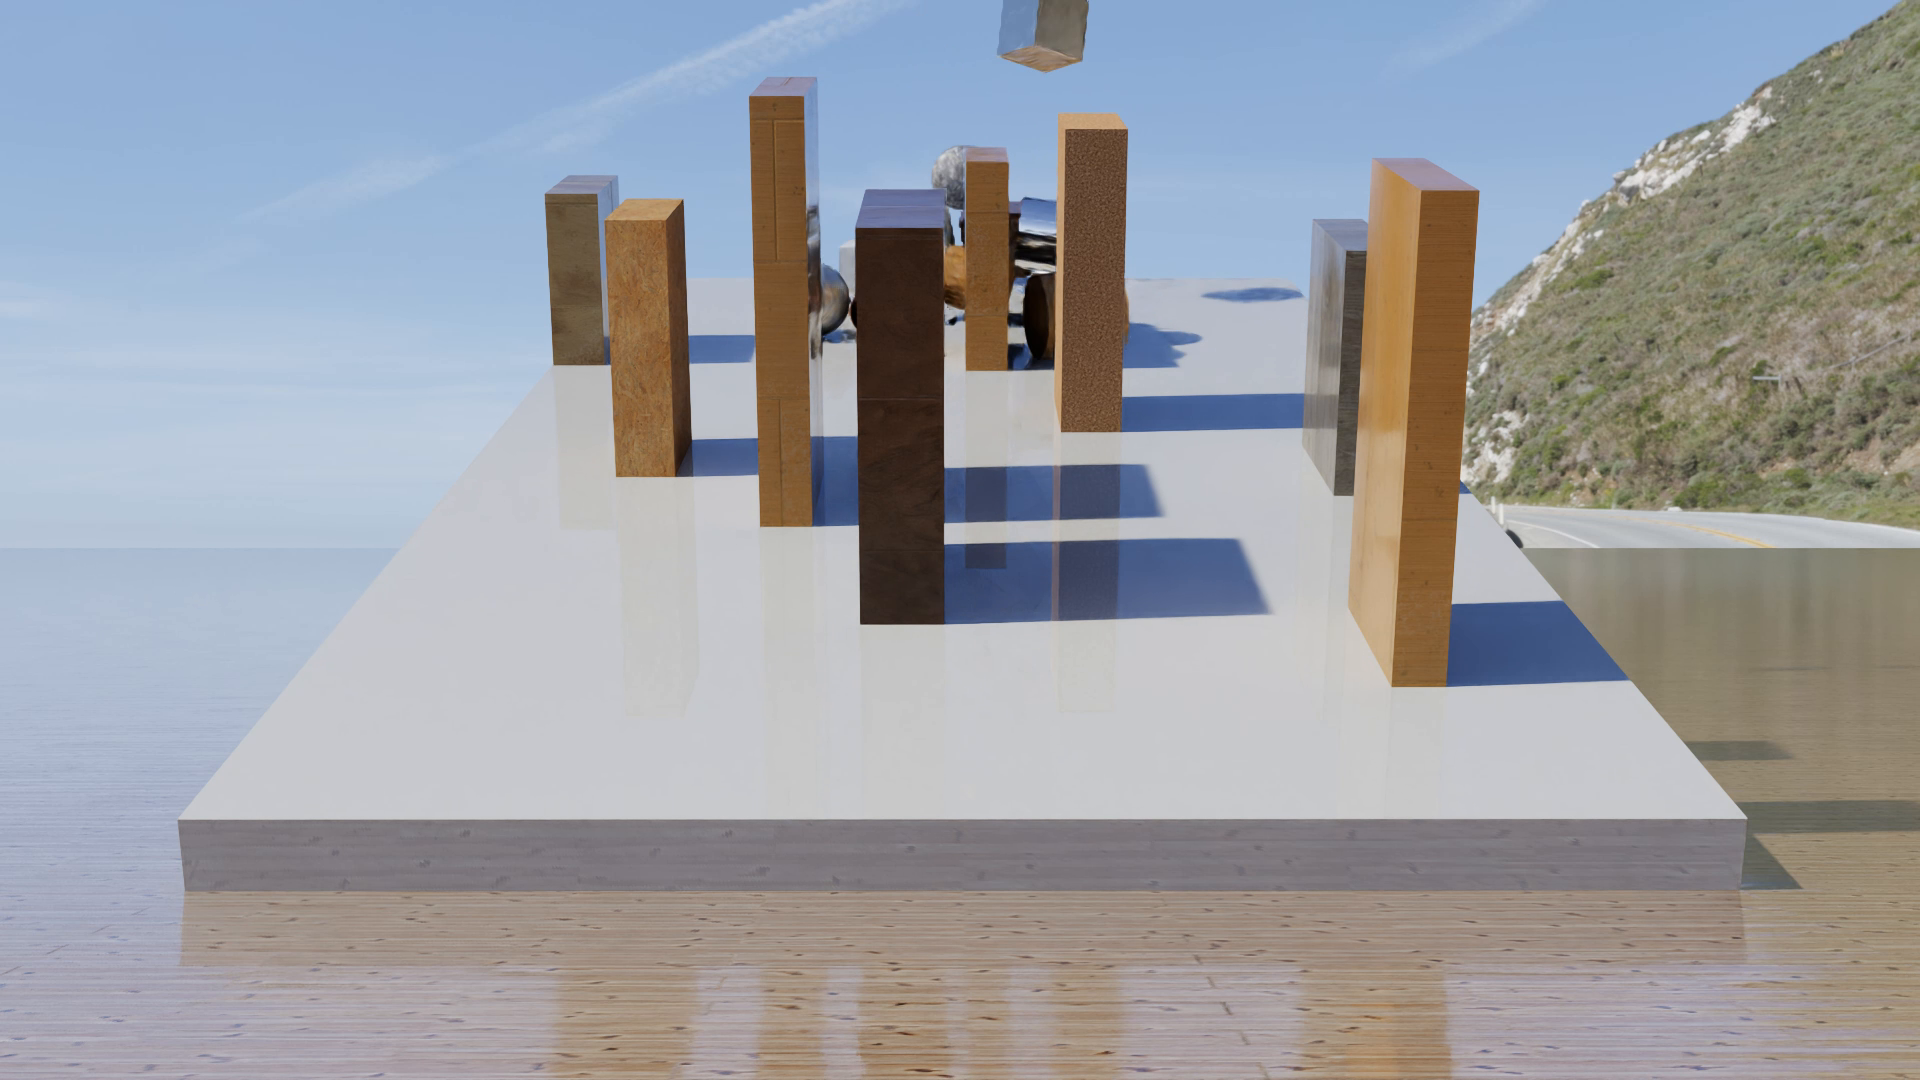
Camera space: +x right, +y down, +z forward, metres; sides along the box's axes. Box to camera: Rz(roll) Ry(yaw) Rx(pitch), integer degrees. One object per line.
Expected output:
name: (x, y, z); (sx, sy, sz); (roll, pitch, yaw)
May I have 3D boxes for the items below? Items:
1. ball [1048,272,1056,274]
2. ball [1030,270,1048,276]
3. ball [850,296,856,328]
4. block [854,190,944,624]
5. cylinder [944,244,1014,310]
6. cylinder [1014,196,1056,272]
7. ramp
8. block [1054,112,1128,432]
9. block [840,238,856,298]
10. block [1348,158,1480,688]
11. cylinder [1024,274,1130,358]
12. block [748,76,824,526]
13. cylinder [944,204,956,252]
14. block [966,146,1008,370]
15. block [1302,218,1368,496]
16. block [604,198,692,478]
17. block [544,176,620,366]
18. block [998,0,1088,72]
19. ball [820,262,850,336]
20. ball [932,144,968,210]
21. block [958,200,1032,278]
ball: (0.320, -0.657, 5.868); (0.201, 0.201, 0.201); (0, 0, 0)
ball: (0.282, -0.702, 6.052); (0.182, 0.182, 0.182); (0, 0, 0)
ball: (-0.226, -0.597, 5.795); (0.127, 0.127, 0.127); (0, 0, 0)
block: (-0.093, -0.232, 3.675); (0.135, 0.638, 0.437); (0, 17, 0)
cylinder: (0.039, -0.699, 5.995); (0.164, 0.164, 0.164); (18, 6, 18)
cylinder: (0.244, -0.779, 5.689); (0.183, 0.183, 0.183); (8, 0, 3)
ramp: (-0.002, -0.168, 4.752); (2.000, 0.100, 4.000); (0, 17, 0)
block: (0.284, -0.591, 4.862); (0.131, 0.650, 0.331); (0, 17, 0)
block: (-0.256, -0.778, 6.365); (0.148, 0.148, 0.148); (3, 17, 11)
block: (0.680, -0.187, 3.360); (0.081, 0.734, 0.378); (0, 17, 0)
cylinder: (0.289, -0.564, 5.539); (0.209, 0.209, 0.209); (-4, 1, -15)
block: (-0.322, -0.456, 4.172); (0.096, 0.784, 0.397); (0, 17, 0)
cylinder: (-0.110, -0.883, 6.529); (0.187, 0.187, 0.187); (-11, 3, 1)
block: (0.065, -0.699, 5.478); (0.102, 0.504, 0.321); (0, 17, 0)
block: (0.777, -0.373, 4.430); (0.103, 0.479, 0.407); (0, 17, 0)
block: (-0.630, -0.415, 4.504); (0.118, 0.515, 0.301); (0, 17, 0)
block: (-0.937, -0.681, 5.559); (0.127, 0.421, 0.348); (0, 17, 0)
block: (0.229, -1.410, 6.114); (0.169, 0.169, 0.169); (11, -7, -35)
ball: (-0.384, -0.625, 5.765); (0.197, 0.197, 0.197); (0, 0, 0)
ball: (0.011, -1.035, 6.330); (0.185, 0.185, 0.185); (0, 0, 0)
block: (0.111, -0.888, 6.598); (0.191, 0.191, 0.191); (-7, 19, 7)
